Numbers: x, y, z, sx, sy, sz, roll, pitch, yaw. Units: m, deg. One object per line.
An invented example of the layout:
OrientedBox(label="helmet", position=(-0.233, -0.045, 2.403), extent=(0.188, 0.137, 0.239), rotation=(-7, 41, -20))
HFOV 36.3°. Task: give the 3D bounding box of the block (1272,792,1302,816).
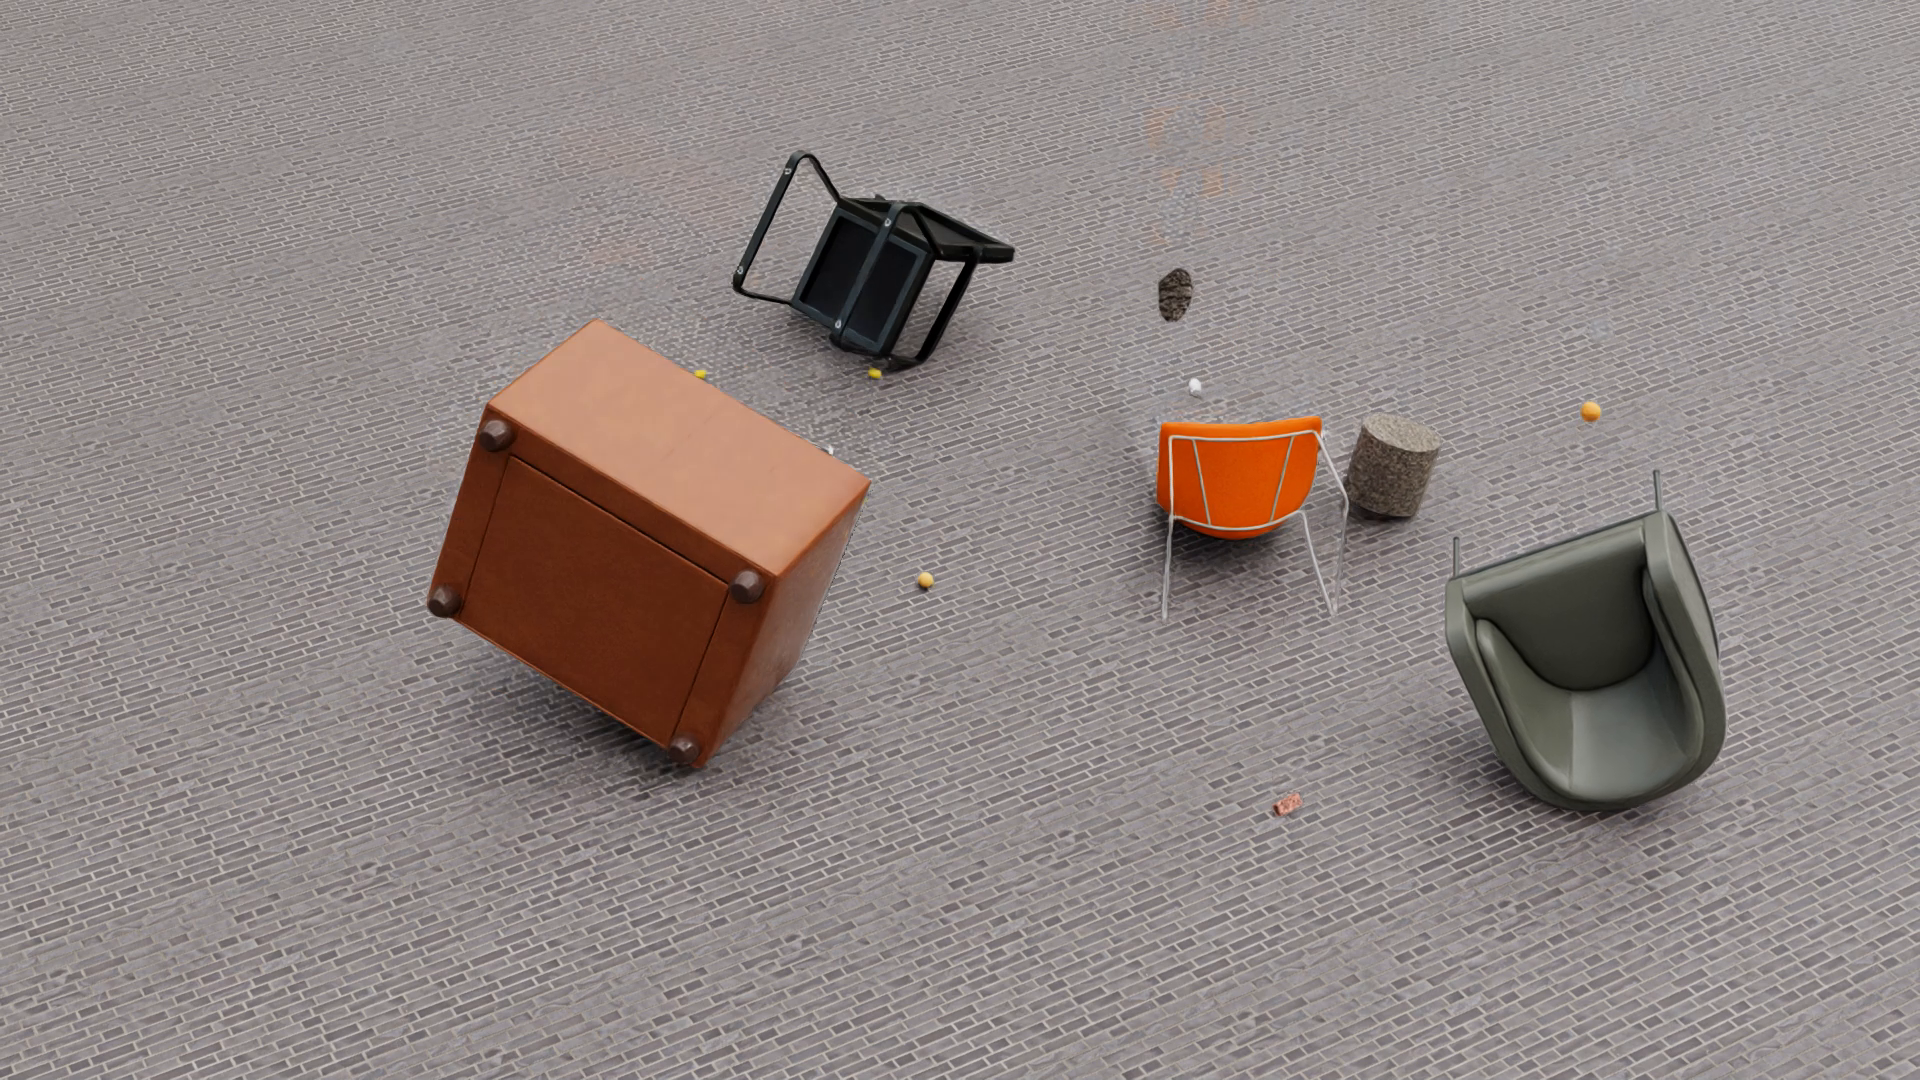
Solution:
OrientedBox(label="block", position=(1.069, 0.865, 9.576), extent=(0.091, 0.041, 0.034), rotation=(-26, 2, -25))

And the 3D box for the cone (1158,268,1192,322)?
OrientedBox(label="cone", position=(0.785, -0.956, 11.129), extent=(0.133, 0.215, 0.171), rotation=(0, 23, -21))

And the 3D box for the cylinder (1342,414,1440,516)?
OrientedBox(label="cylinder", position=(1.626, -0.282, 11.061), extent=(0.297, 0.278, 0.296), rotation=(30, 30, 26))

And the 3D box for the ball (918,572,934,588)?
OrientedBox(label="ball", position=(-0.125, 0.146, 10.674), extent=(0.055, 0.055, 0.055), rotation=(0, 33, 0))

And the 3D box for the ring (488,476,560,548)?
OrientedBox(label="ring", position=(-1.636, -0.108, 11.016), extent=(0.266, 0.104, 0.413), rotation=(2, 34, 5))

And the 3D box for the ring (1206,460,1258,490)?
OrientedBox(label="ring", position=(1.026, -0.245, 11.029), extent=(0.213, 0.095, 0.057), rotation=(18, 36, -14))
